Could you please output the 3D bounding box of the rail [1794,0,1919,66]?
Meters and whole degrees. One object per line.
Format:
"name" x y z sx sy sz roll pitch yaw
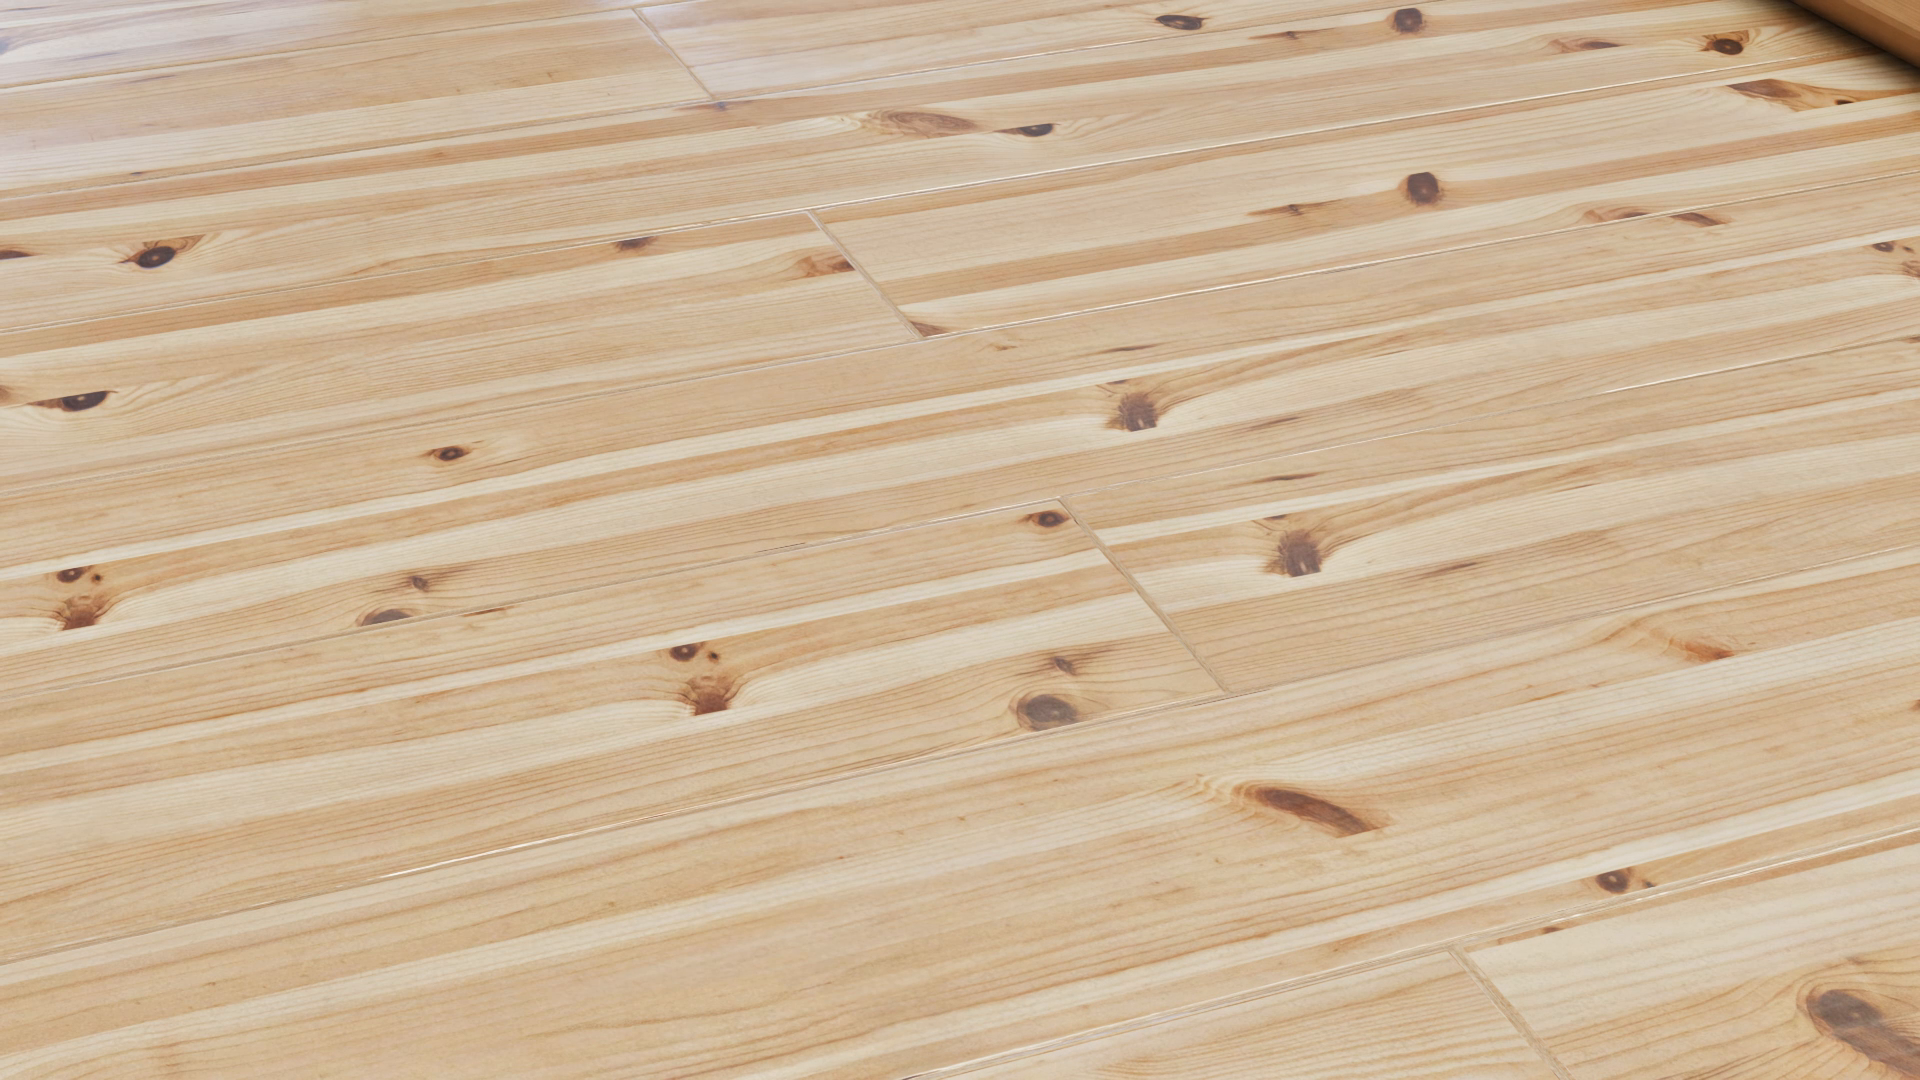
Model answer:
"rail" 0.628 -0.684 2.936 0.045 0.099 4.096 -11 31 -18
